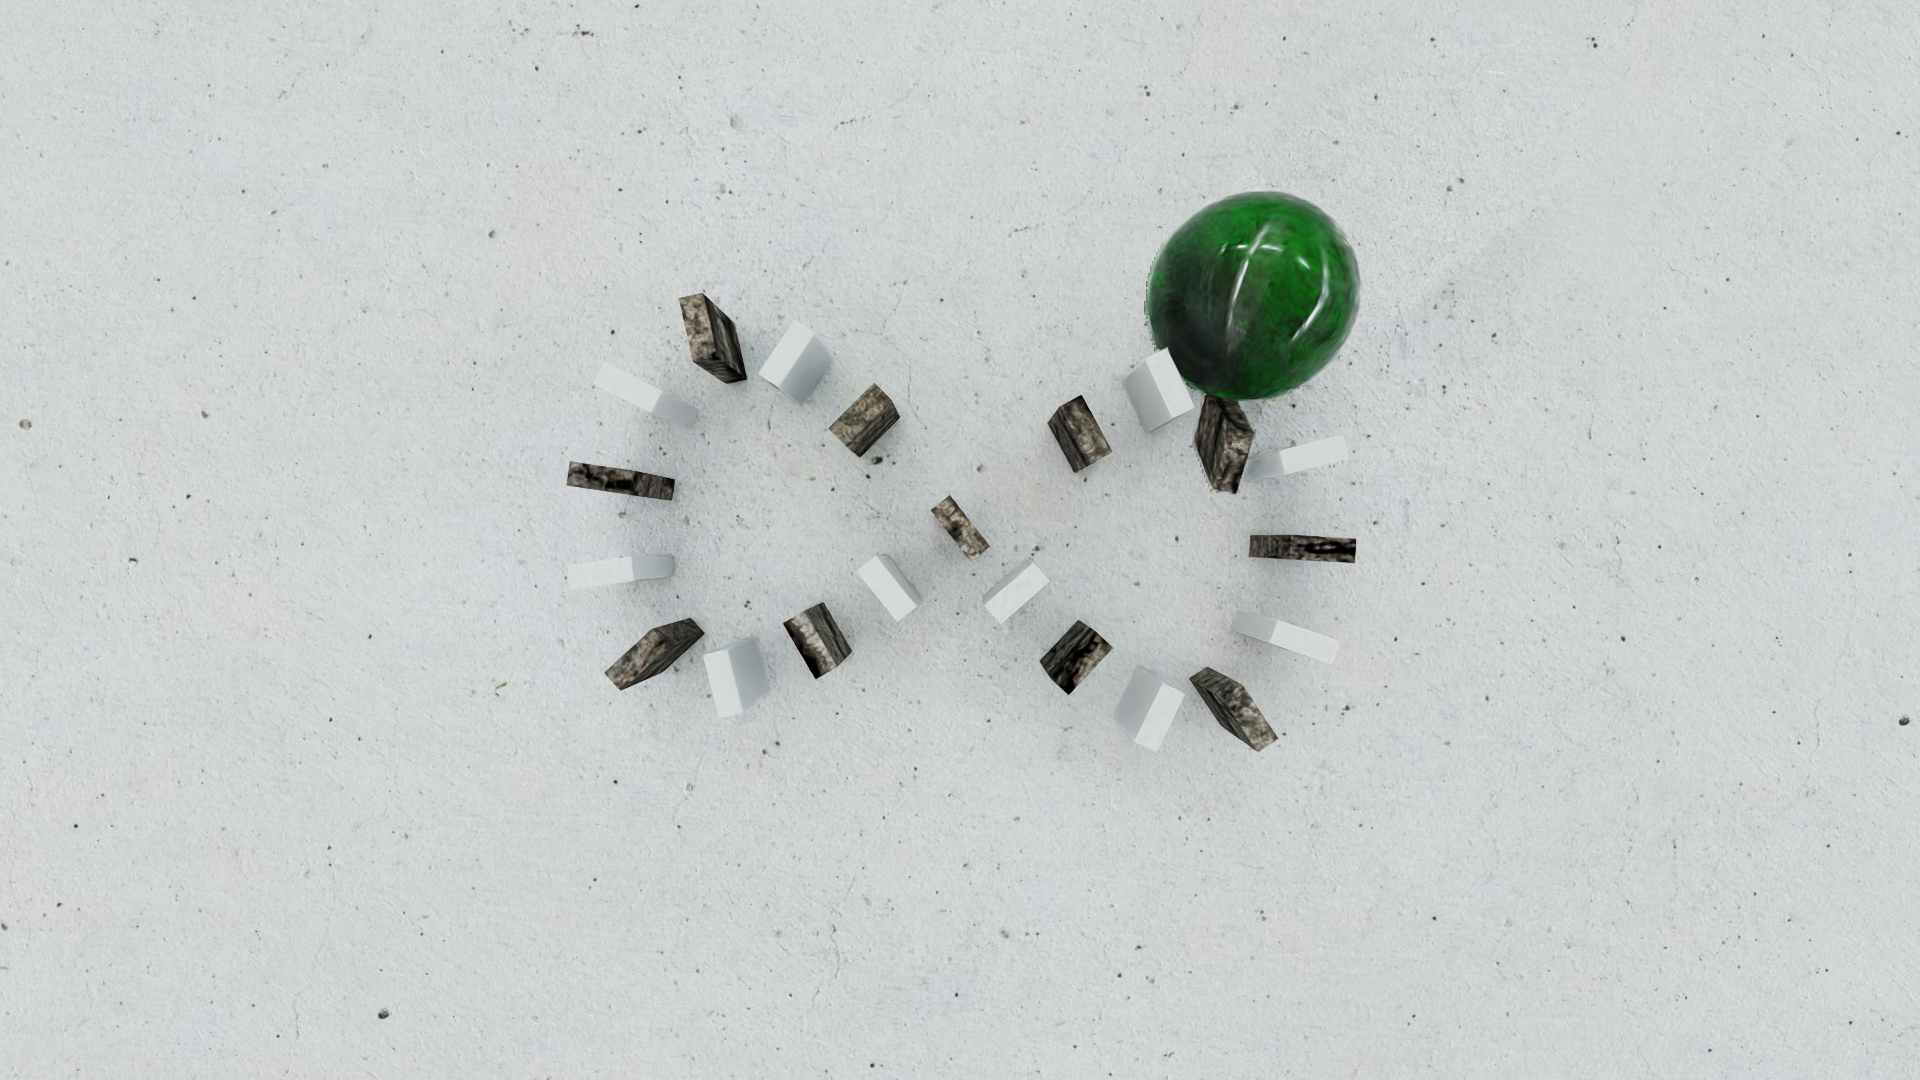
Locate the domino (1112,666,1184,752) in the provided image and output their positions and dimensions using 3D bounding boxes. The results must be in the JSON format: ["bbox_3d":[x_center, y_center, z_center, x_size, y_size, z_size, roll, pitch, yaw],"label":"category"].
[{"bbox_3d":[0.076,0.068,0.375,0.009,0.050,0.025,26,90,0],"label":"domino"}]

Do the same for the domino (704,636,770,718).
[{"bbox_3d":[-0.091,0.055,0.375,0.010,0.050,0.025,-14,90,0],"label":"domino"}]

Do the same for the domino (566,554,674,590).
[{"bbox_3d":[-0.137,0.013,0.375,0.025,0.050,0.010,-8,90,0],"label":"domino"}]

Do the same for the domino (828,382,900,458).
[{"bbox_3d":[-0.038,-0.048,0.375,0.025,0.050,0.010,-45,90,0],"label":"domino"}]

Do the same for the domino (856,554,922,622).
[{"bbox_3d":[-0.028,0.019,0.375,0.010,0.050,0.025,-39,90,0],"label":"domino"}]

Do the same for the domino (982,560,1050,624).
[{"bbox_3d":[0.022,0.020,0.375,0.025,0.050,0.010,-41,90,0],"label":"domino"}]

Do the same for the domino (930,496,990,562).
[{"bbox_3d":[0.000,-0.004,0.375,0.009,0.050,0.025,-38,90,0],"label":"domino"}]

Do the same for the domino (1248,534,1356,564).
[{"bbox_3d":[0.139,0.003,0.375,0.025,0.050,0.009,4,90,0],"label":"domino"}]

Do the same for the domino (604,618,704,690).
[{"bbox_3d":[-0.124,0.046,0.375,0.025,0.050,0.010,-42,90,0],"label":"domino"}]

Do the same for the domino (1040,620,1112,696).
[{"bbox_3d":[0.047,0.047,0.375,0.010,0.050,0.025,43,90,0],"label":"domino"}]

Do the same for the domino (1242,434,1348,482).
[{"bbox_3d":[0.135,-0.033,0.375,0.025,0.050,0.009,-14,90,0],"label":"domino"}]

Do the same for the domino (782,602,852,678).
[{"bbox_3d":[-0.057,0.040,0.375,0.009,0.050,0.025,-30,90,0],"label":"domino"}]

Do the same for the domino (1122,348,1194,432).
[{"bbox_3d":[0.080,-0.060,0.375,0.009,0.050,0.025,-25,90,0],"label":"domino"}]

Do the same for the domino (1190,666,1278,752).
[{"bbox_3d":[0.111,0.068,0.375,0.009,0.050,0.025,-34,90,0],"label":"domino"}]

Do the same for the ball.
[{"bbox_3d":[0.114,-0.095,0.360,0.080,0.080,0.080,0,90,0],"label":"ball"}]

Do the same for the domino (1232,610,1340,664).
[{"bbox_3d":[0.132,0.039,0.375,0.025,0.050,0.009,19,90,0],"label":"domino"}]

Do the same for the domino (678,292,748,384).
[{"bbox_3d":[-0.100,-0.081,0.375,0.009,0.050,0.025,-13,90,0],"label":"domino"}]

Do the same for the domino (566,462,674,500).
[{"bbox_3d":[-0.137,-0.024,0.375,0.025,0.050,0.009,8,90,0],"label":"domino"}]

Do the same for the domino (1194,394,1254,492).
[{"bbox_3d":[0.106,-0.042,0.372,0.010,0.050,0.025,8,120,0],"label":"domino"}]

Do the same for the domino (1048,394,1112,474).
[{"bbox_3d":[0.048,-0.042,0.375,0.010,0.050,0.025,-28,90,0],"label":"domino"}]

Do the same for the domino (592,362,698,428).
[{"bbox_3d":[-0.127,-0.058,0.375,0.025,0.050,0.009,27,90,0],"label":"domino"}]

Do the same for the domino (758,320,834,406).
[{"bbox_3d":[-0.066,-0.071,0.375,0.009,0.050,0.025,34,90,0],"label":"domino"}]
